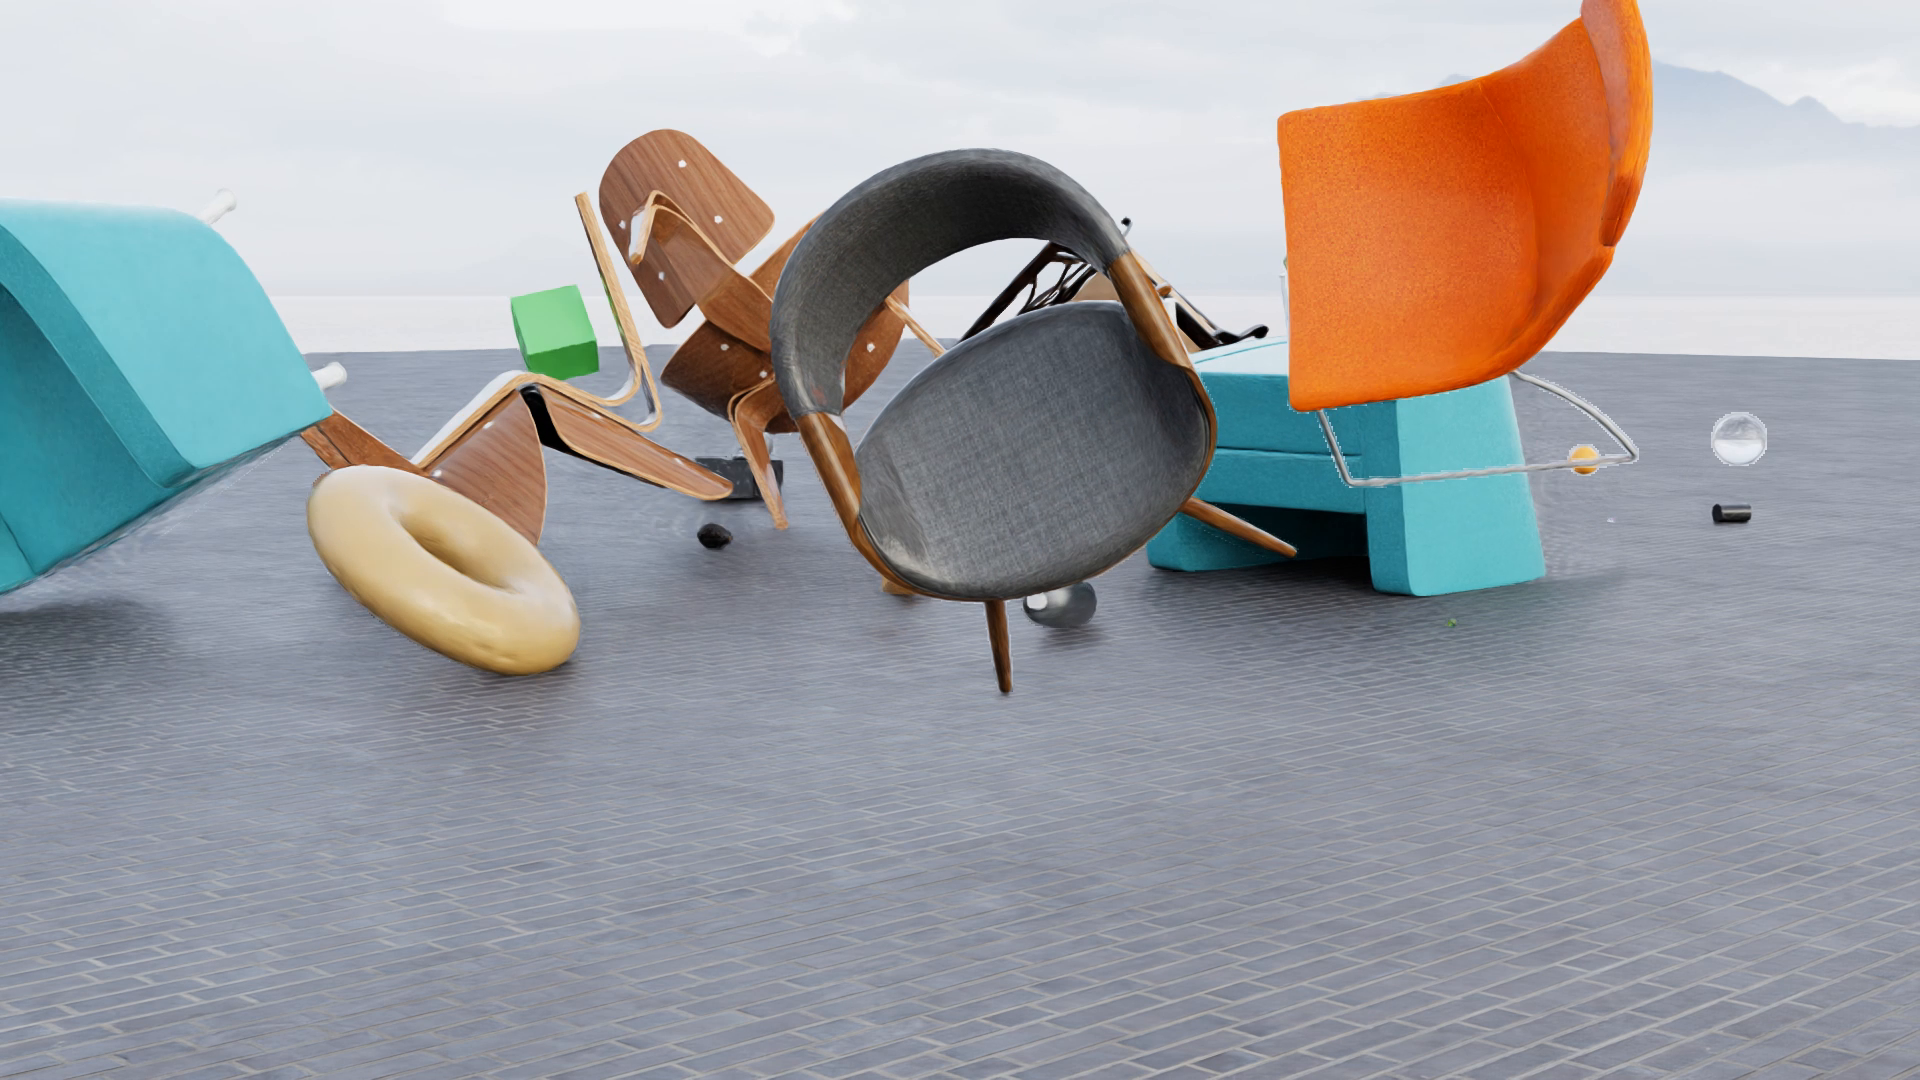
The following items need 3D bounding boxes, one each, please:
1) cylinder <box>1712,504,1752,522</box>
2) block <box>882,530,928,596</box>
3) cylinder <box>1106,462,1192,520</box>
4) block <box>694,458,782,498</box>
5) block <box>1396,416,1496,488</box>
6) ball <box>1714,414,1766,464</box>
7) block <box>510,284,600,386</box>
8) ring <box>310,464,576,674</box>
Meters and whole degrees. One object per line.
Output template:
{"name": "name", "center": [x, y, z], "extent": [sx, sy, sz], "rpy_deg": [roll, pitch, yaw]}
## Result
{"name": "cylinder", "center": [2.072, -0.074, 6.888], "extent": [0.087, 0.049, 0.057], "rpy_deg": [-1, -6, -12]}
{"name": "block", "center": [-0.113, 0.047, 5.263], "extent": [0.069, 0.094, 0.111], "rpy_deg": [5, -24, -13]}
{"name": "cylinder", "center": [0.511, -0.133, 6.946], "extent": [0.175, 0.155, 0.150], "rpy_deg": [5, -26, 37]}
{"name": "block", "center": [-0.654, -0.181, 7.563], "extent": [0.209, 0.111, 0.153], "rpy_deg": [3, 2, 28]}
{"name": "block", "center": [1.472, -0.265, 7.762], "extent": [0.219, 0.197, 0.183], "rpy_deg": [-2, -4, -41]}
{"name": "ball", "center": [1.967, -0.254, 6.476], "extent": [0.127, 0.127, 0.127], "rpy_deg": [0, 6, 0]}
{"name": "block", "center": [-0.935, -0.473, 5.922], "extent": [0.158, 0.106, 0.188], "rpy_deg": [-14, 53, -14]}
{"name": "ring", "center": [-0.866, 0.047, 4.321], "extent": [0.506, 0.125, 0.522], "rpy_deg": [23, 18, -41]}
